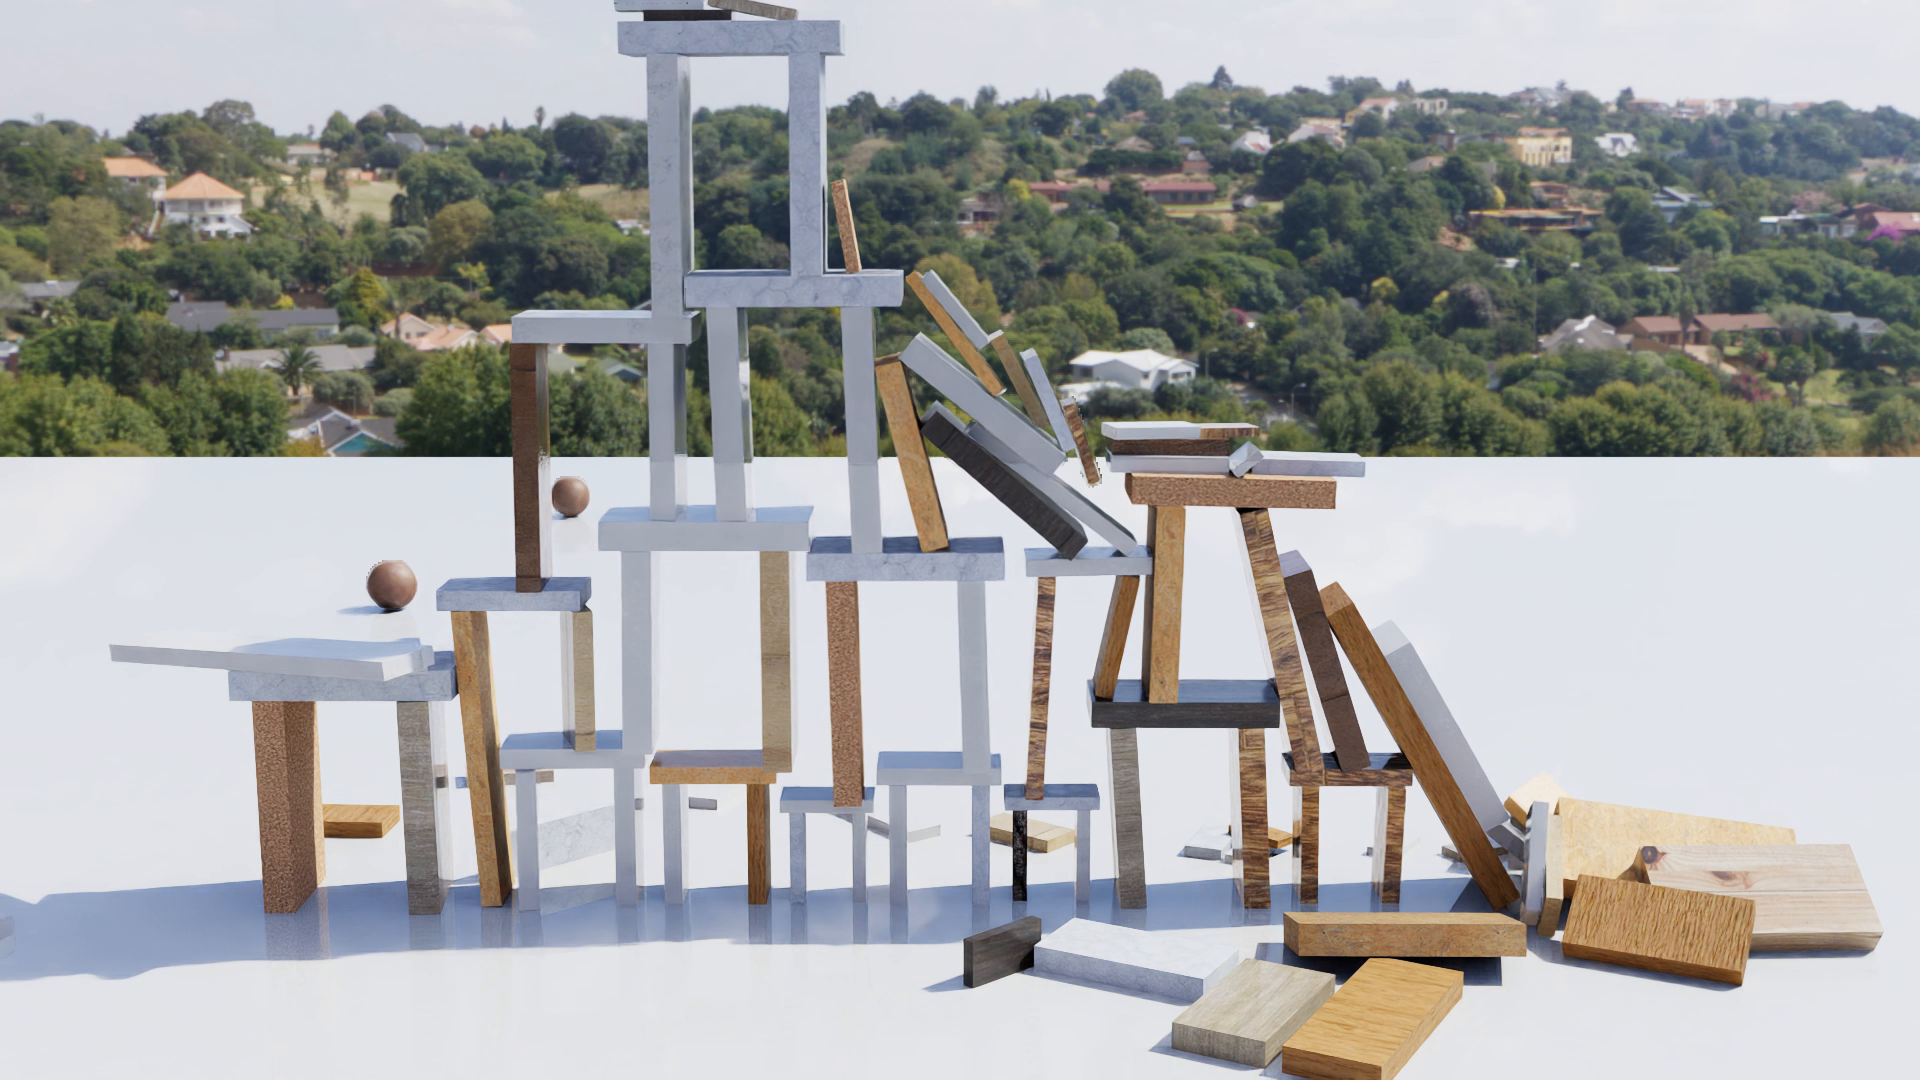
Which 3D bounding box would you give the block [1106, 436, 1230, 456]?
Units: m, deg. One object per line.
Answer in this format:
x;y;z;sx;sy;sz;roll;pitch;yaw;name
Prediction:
0.334;-0.156;3.548;0.189;0.027;0.095;1;11;-3;block

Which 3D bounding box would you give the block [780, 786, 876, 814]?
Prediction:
-0.218;0.429;3.633;0.154;0.022;0.077;0;11;0;block

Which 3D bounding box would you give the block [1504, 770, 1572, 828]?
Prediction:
1.012;0.483;3.661;0.100;0.028;0.200;-26;60;-35;block

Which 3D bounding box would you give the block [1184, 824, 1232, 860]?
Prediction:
0.450;0.536;3.908;0.067;0.019;0.134;4;11;22;block

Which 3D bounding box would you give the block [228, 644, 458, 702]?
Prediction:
-0.988;0.216;3.594;0.356;0.050;0.178;0;11;1;block

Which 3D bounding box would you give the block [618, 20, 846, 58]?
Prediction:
-0.351;-0.778;3.416;0.338;0.048;0.169;-1;10;0;block

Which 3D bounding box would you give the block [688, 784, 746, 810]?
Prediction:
-0.467;0.481;4.198;0.072;0.021;0.145;3;11;17;block

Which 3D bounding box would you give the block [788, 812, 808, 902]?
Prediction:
-0.269;0.515;3.650;0.022;0.154;0.077;0;11;0;block

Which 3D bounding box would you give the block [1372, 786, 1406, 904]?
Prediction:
0.711;0.491;3.652;0.028;0.201;0.100;1;11;0;block

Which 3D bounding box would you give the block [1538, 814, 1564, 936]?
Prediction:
0.943;0.535;3.512;0.025;0.090;0.179;7;40;9;block

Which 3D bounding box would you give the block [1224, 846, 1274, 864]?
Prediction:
0.509;0.547;3.859;0.054;0.015;0.107;6;12;27;block

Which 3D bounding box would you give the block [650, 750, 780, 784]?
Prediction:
-0.402;0.373;3.626;0.206;0.029;0.103;0;11;-1;block

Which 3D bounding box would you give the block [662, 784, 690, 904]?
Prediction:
-0.471;0.489;3.649;0.029;0.206;0.103;0;11;0;block

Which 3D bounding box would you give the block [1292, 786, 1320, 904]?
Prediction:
0.574;0.491;3.653;0.028;0.201;0.100;-1;11;0;block

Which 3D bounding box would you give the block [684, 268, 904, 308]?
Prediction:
-0.260;-0.400;3.488;0.336;0.048;0.168;0;10;0;block

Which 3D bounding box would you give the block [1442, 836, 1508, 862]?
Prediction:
0.907;0.545;3.870;0.107;0.015;0.054;-6;12;-27;block

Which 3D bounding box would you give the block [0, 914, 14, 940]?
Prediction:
-1.575;0.625;3.398;0.104;0.029;0.208;2;11;13;block

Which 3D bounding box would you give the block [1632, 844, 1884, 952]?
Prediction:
1.250;0.561;3.455;0.338;0.048;0.169;0;44;-2;block

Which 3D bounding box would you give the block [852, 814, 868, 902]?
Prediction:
-0.166;0.515;3.651;0.022;0.154;0.077;0;11;0;block

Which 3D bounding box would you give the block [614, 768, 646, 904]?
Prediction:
-0.548;0.475;3.651;0.033;0.233;0.117;0;11;0;block

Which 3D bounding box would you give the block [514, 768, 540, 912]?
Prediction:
-0.713;0.480;3.624;0.033;0.233;0.117;-2;11;-12;block

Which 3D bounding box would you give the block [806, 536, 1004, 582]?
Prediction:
-0.087;0.029;3.565;0.315;0.045;0.158;0;10;0;block

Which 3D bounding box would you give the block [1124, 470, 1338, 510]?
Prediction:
0.432;-0.089;3.543;0.321;0.046;0.161;1;11;0;block

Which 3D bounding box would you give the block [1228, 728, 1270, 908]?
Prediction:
0.478;0.439;3.644;0.043;0.303;0.152;-3;11;1;block

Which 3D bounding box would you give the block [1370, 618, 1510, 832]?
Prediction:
0.786;0.303;3.623;0.048;0.340;0.170;-30;9;6;block

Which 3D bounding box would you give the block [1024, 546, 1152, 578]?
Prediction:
0.207;0.034;3.563;0.203;0.029;0.101;-1;11;0;block

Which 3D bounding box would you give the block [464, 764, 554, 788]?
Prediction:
-0.885;0.458;4.316;0.167;0.024;0.083;-3;11;-15;block

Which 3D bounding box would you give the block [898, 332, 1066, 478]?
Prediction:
0.038;-0.218;3.525;0.303;0.043;0.152;38;8;-3;block

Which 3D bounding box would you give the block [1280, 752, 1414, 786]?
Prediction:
0.637;0.378;3.629;0.201;0.028;0.100;0;11;0;block

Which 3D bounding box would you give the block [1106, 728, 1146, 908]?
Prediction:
0.274;0.439;3.645;0.043;0.303;0.152;-4;10;1;block

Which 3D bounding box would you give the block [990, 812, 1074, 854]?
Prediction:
0.117;0.526;3.952;0.162;0.023;0.081;8;13;38;block

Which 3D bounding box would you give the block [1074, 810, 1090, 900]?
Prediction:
0.203;0.513;3.658;0.022;0.156;0.078;0;11;0;block

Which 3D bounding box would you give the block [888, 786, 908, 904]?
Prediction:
-0.101;0.491;3.647;0.029;0.203;0.102;0;11;0;block

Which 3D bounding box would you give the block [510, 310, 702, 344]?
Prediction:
-0.559;-0.339;3.490;0.280;0.040;0.140;0;11;0;block

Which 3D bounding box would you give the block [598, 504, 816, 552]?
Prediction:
-0.405;-0.021;3.551;0.332;0.047;0.166;0;11;0;block

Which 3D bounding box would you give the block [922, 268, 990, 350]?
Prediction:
-0.007;-0.366;3.488;0.020;0.144;0.072;-39;8;7;block

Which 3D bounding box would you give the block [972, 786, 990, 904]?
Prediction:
0.034;0.491;3.647;0.029;0.203;0.102;0;11;0;block

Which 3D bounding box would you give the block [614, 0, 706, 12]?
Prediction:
-0.465;-0.830;3.413;0.136;0.019;0.068;-1;11;-3;block

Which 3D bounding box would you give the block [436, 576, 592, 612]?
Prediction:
-0.722;0.087;3.569;0.229;0.033;0.115;0;11;0;block

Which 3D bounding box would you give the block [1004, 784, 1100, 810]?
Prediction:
0.151;0.425;3.642;0.156;0.022;0.078;0;11;-1;block

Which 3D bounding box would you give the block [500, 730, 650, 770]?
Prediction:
-0.631;0.344;3.621;0.233;0.033;0.117;0;11;-3;block

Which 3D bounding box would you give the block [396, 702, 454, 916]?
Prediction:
-0.880;0.417;3.625;0.050;0.355;0.178;-2;11;-6;block

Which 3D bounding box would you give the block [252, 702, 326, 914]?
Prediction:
-1.106;0.416;3.632;0.050;0.356;0.178;0;11;0;block

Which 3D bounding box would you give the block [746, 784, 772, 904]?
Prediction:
-0.333;0.489;3.648;0.029;0.206;0.103;0;11;0;block

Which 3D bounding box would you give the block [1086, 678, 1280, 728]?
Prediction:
0.363;0.268;3.612;0.303;0.043;0.152;0;11;0;block

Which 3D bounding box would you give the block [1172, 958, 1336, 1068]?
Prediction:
0.421;0.670;3.131;0.138;0.039;0.276;6;12;29;block

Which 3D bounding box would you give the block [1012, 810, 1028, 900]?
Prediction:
0.099;0.513;3.658;0.022;0.156;0.078;0;11;0;block

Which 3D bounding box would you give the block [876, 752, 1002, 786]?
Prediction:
-0.034;0.376;3.627;0.203;0.029;0.102;0;11;0;block
